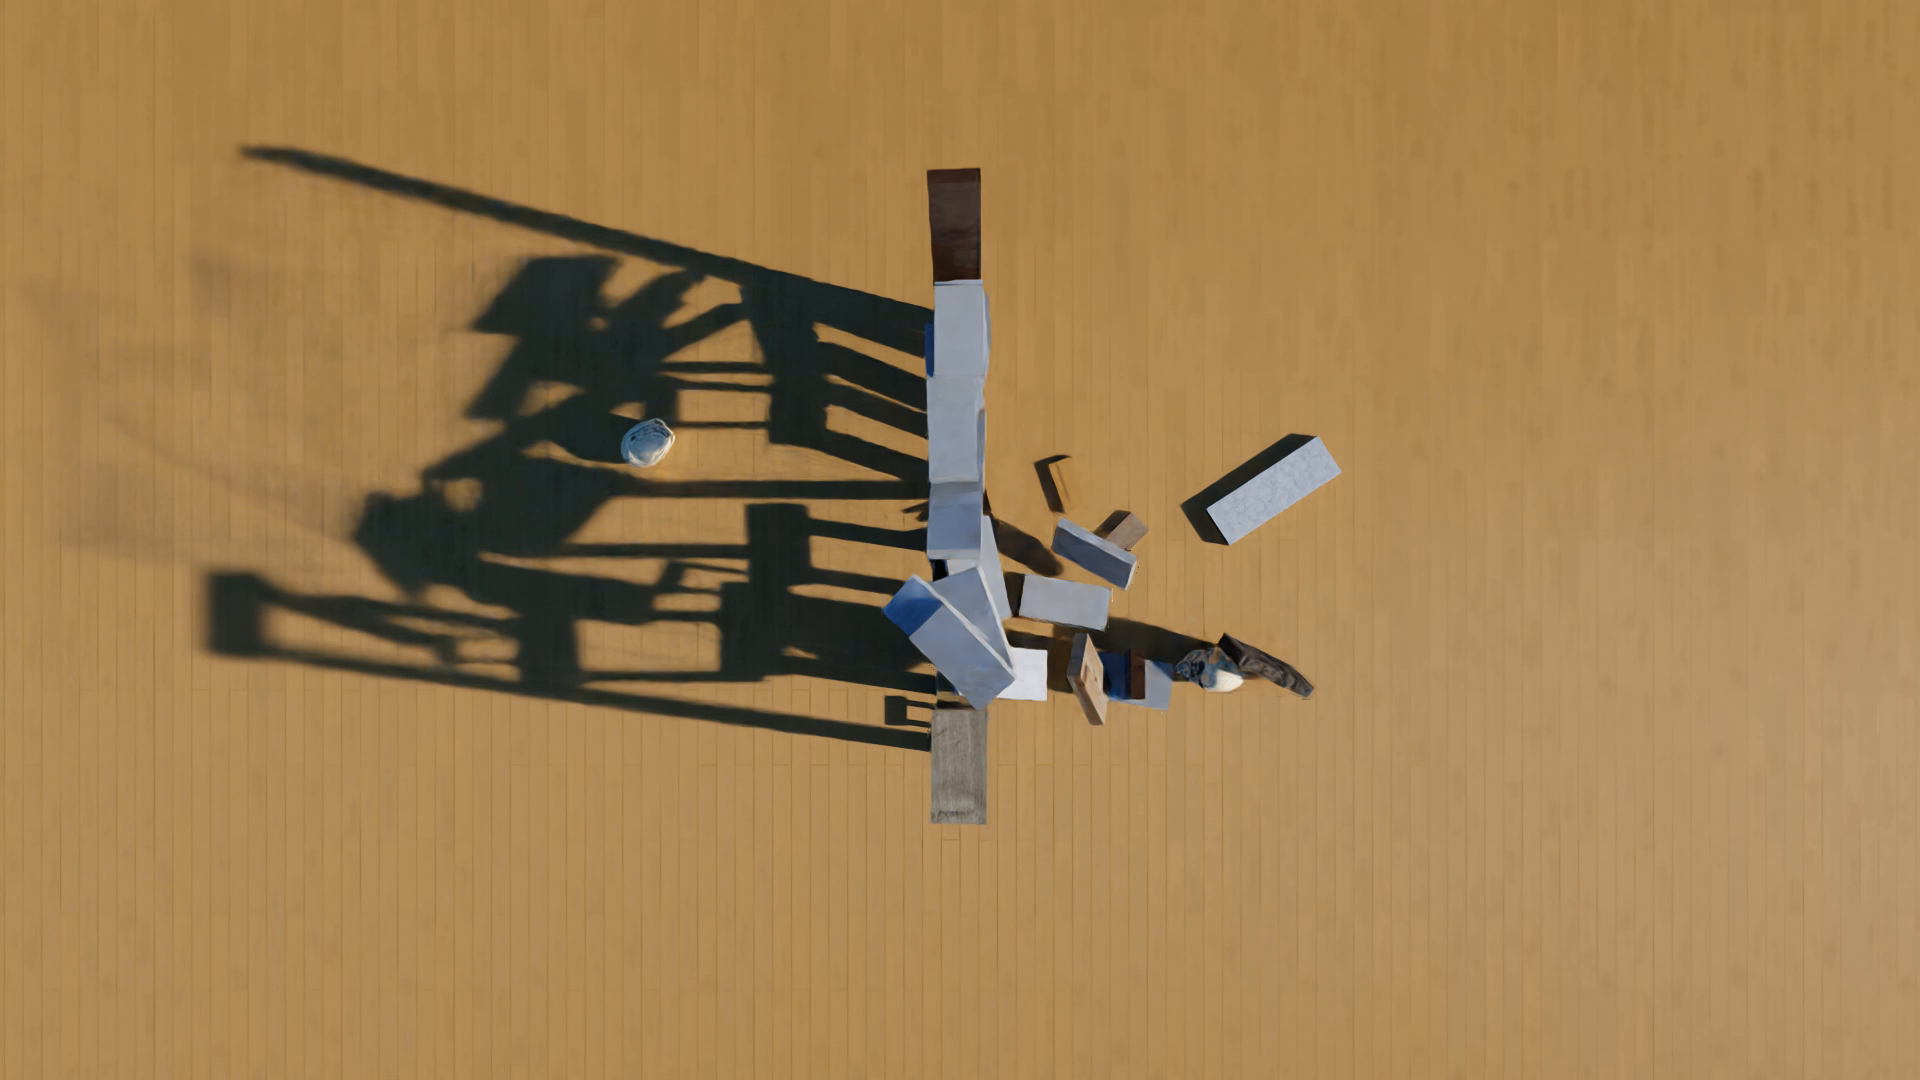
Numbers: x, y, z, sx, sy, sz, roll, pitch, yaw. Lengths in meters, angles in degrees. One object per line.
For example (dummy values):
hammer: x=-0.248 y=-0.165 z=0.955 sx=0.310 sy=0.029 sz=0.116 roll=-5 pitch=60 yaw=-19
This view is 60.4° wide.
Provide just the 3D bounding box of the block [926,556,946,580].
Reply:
block: x=-0.028 y=0.096 z=4.817 sx=0.086 sy=0.024 sz=0.171 roll=-23 pitch=68 yaw=-9

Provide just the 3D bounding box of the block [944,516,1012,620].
block: x=0.040 y=0.090 z=4.775 sx=0.153 sy=0.043 sz=0.307 roll=-9 pitch=74 yaw=-11

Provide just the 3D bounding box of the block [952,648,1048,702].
block: x=0.118 y=0.387 z=4.816 sx=0.298 sy=0.042 sz=0.149 roll=7 pitch=81 yaw=-31

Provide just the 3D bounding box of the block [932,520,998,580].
block: x=0.009 y=0.105 z=4.856 sx=0.175 sy=0.050 sz=0.350 roll=5 pitch=68 yaw=2

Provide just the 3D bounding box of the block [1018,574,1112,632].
block: x=0.346 y=0.208 z=5.450 sx=0.288 sy=0.041 sz=0.144 roll=10 pitch=75 yaw=2

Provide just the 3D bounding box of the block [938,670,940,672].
block: x=0.008 y=0.402 z=5.005 sx=0.146 sy=0.292 sz=0.041 roll=0 pitch=104 yaw=0

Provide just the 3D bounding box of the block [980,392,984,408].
block: x=0.007 y=-0.452 z=5.096 sx=0.133 sy=0.265 sz=0.038 roll=-1 pitch=106 yaw=0

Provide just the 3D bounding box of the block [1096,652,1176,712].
block: x=0.546 y=0.462 z=5.452 sx=0.307 sy=0.043 sz=0.153 roll=10 pitch=85 yaw=7

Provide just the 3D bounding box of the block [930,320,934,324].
block: x=-0.029 y=-0.572 z=5.093 sx=0.133 sy=0.038 sz=0.266 roll=-3 pitch=53 yaw=8

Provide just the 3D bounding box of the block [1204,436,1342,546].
block: x=1.039 y=-0.164 z=5.480 sx=0.443 sy=0.041 sz=0.144 roll=-33 pitch=90 yaw=0

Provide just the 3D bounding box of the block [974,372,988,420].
block: x=0.011 y=-0.425 z=4.880 sx=0.104 sy=0.030 sz=0.209 roll=10 pitch=72 yaw=6

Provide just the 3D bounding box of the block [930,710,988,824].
block: x=-0.002 y=0.600 z=4.361 sx=0.148 sy=0.042 sz=0.296 roll=1 pitch=87 yaw=0

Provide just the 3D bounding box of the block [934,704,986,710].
block: x=0.002 y=0.503 z=4.659 sx=0.149 sy=0.323 sz=0.042 roll=2 pitch=89 yaw=0

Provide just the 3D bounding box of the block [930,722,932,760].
block: x=-0.008 y=0.555 z=4.533 sx=0.148 sy=0.296 sz=0.042 roll=2 pitch=71 yaw=0

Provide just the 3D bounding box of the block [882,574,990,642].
block: x=-0.070 y=0.239 z=4.647 sx=0.280 sy=0.040 sz=0.140 roll=41 pitch=105 yaw=5

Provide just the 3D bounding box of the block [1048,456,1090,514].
block: x=0.362 y=-0.184 z=5.488 sx=0.086 sy=0.024 sz=0.171 roll=-19 pitch=90 yaw=0

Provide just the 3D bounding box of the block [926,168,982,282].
block: x=-0.011 y=-0.838 z=4.946 sx=0.144 sy=1.130 sz=0.041 roll=-2 pitch=76 yaw=0

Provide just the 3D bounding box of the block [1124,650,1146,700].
block: x=0.559 y=0.432 z=5.276 sx=0.043 sy=0.307 sz=0.153 roll=-1 pitch=84 yaw=2

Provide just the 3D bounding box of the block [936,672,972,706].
block: x=0.004 y=0.537 z=4.845 sx=0.146 sy=0.041 sz=0.292 roll=1 pitch=93 yaw=0

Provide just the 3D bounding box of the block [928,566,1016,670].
block: x=0.035 y=0.241 z=4.666 sx=0.153 sy=0.043 sz=0.307 roll=-19 pitch=93 yaw=15

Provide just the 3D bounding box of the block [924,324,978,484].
block: x=-0.026 y=-0.407 z=4.839 sx=0.140 sy=0.040 sz=0.494 roll=-3 pitch=71 yaw=2

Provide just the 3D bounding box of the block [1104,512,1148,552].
block: x=0.539 y=-0.003 z=5.488 sx=0.171 sy=0.024 sz=0.086 roll=-45 pitch=90 yaw=0

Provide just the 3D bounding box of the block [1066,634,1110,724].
block: x=0.400 y=0.433 z=5.099 sx=0.042 sy=0.298 sz=0.149 roll=-1 pitch=55 yaw=21

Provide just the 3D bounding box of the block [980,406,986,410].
block: x=0.006 y=-0.500 z=5.377 sx=0.132 sy=0.264 sz=0.037 roll=-10 pitch=59 yaw=0

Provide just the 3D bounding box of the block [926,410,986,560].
block: x=-0.007 y=-0.170 z=4.838 sx=0.153 sy=0.043 sz=0.525 roll=-1 pitch=53 yaw=5

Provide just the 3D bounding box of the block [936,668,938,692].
block: x=0.002 y=0.395 z=5.173 sx=0.153 sy=0.043 sz=0.305 roll=0 pitch=90 yaw=0

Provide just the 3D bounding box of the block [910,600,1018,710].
block: x=0.009 y=0.325 z=4.597 sx=0.144 sy=0.041 sz=0.288 roll=-44 pitch=89 yaw=15

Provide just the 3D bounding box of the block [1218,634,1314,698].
block: x=0.994 y=0.409 z=5.358 sx=0.307 sy=0.153 sz=0.043 roll=25 pitch=103 yaw=-26

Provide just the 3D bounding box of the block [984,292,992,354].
block: x=0.039 y=-0.655 z=4.994 sx=0.104 sy=0.030 sz=0.209 roll=-2 pitch=60 yaw=0

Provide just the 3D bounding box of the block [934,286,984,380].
block: x=-0.003 y=-0.606 z=4.818 sx=0.144 sy=0.041 sz=0.287 roll=-1 pitch=70 yaw=1

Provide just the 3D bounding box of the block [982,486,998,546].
block: x=0.009 y=-0.078 z=5.205 sx=0.175 sy=0.551 sz=0.050 roll=-4 pitch=107 yaw=-2

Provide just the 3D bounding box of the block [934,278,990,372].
block: x=0.005 y=-0.630 z=4.870 sx=0.144 sy=0.041 sz=0.287 roll=-4 pitch=70 yaw=-1

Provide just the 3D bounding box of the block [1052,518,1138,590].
block: x=0.436 y=0.044 z=5.371 sx=0.280 sy=0.140 sz=0.040 roll=29 pitch=57 yaw=14
